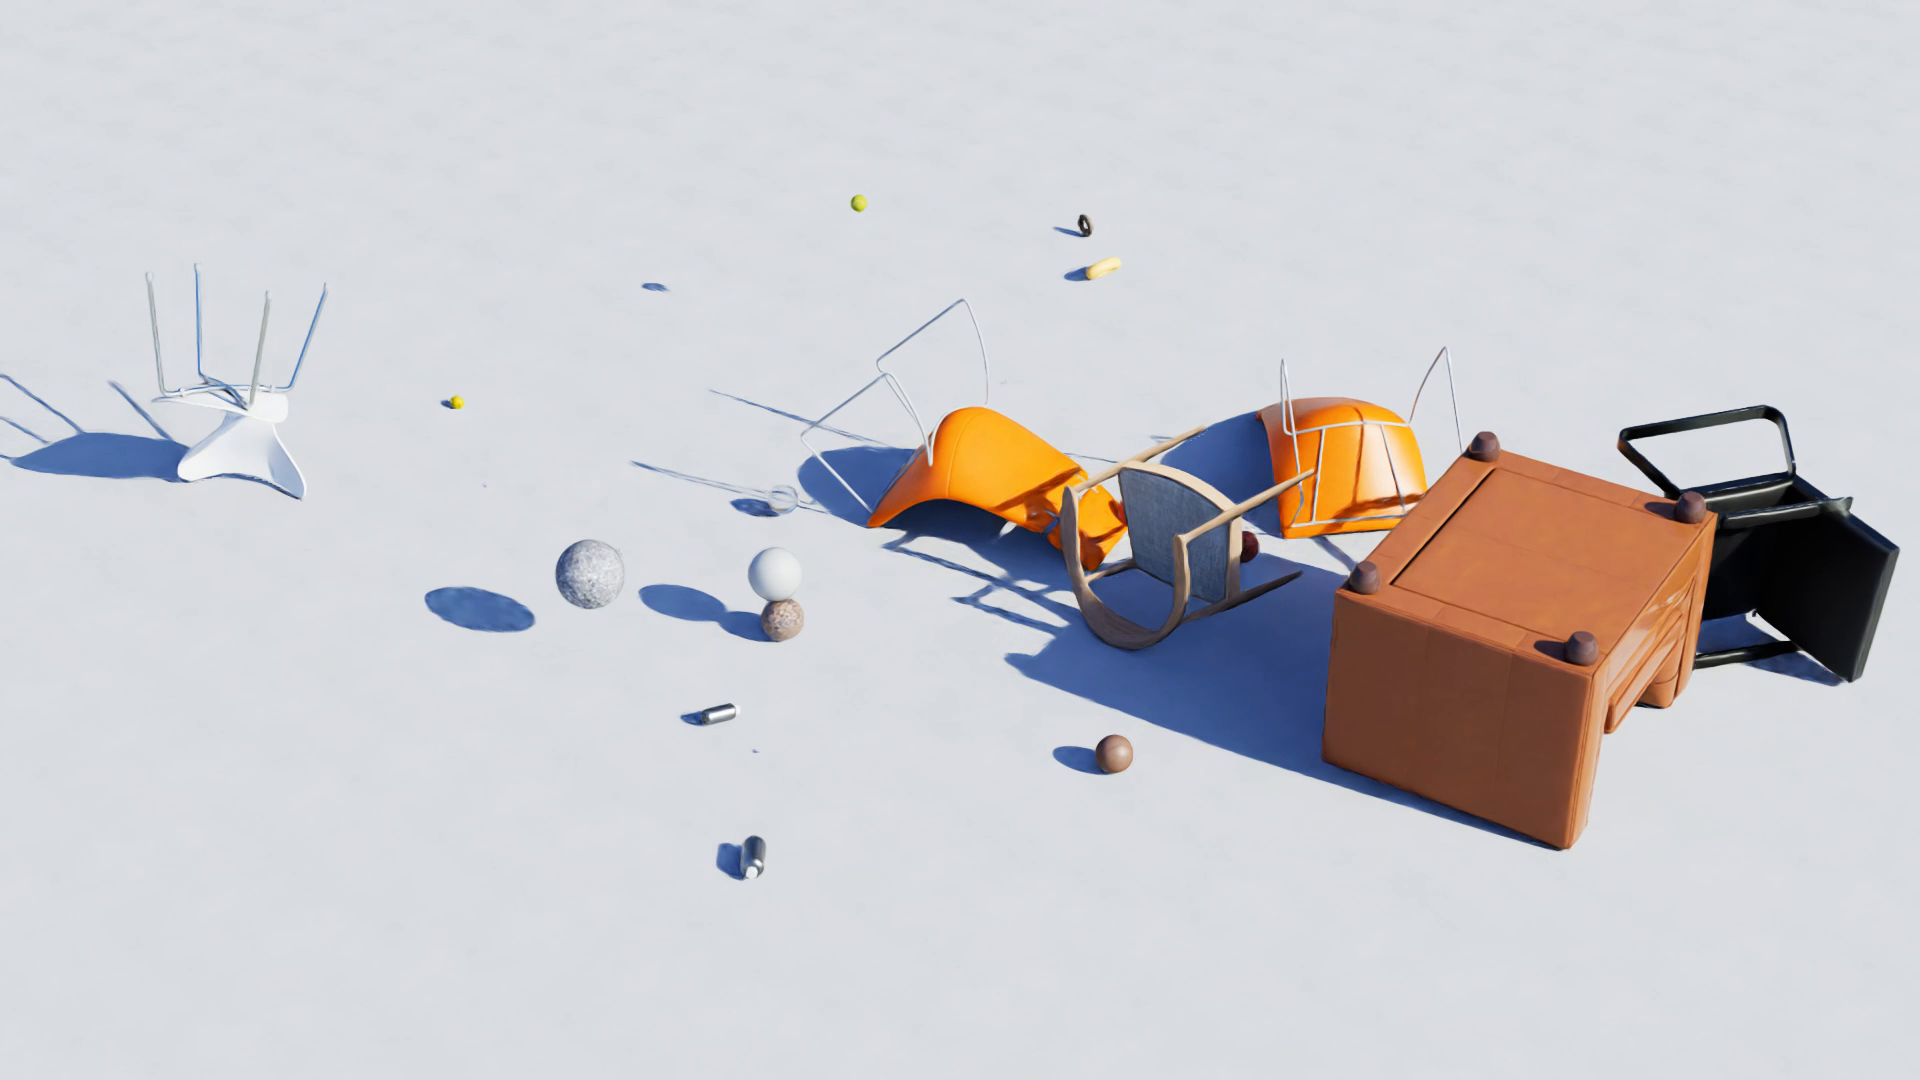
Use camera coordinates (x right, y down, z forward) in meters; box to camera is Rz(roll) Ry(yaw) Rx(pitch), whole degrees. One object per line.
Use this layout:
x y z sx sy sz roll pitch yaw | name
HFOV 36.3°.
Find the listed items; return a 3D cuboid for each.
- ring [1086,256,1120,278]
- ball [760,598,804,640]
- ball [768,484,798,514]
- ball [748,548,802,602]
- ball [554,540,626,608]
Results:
0.617 -1.174 12.638 0.196 0.112 0.049 -23 83 -38 | ring
-0.629 0.277 10.382 0.157 0.157 0.157 0 33 0 | ball
-0.666 -0.155 11.042 0.115 0.115 0.115 0 33 0 | ball
-0.650 0.120 10.310 0.191 0.191 0.191 0 33 0 | ball
-1.287 0.118 10.198 0.242 0.242 0.242 0 33 0 | ball
